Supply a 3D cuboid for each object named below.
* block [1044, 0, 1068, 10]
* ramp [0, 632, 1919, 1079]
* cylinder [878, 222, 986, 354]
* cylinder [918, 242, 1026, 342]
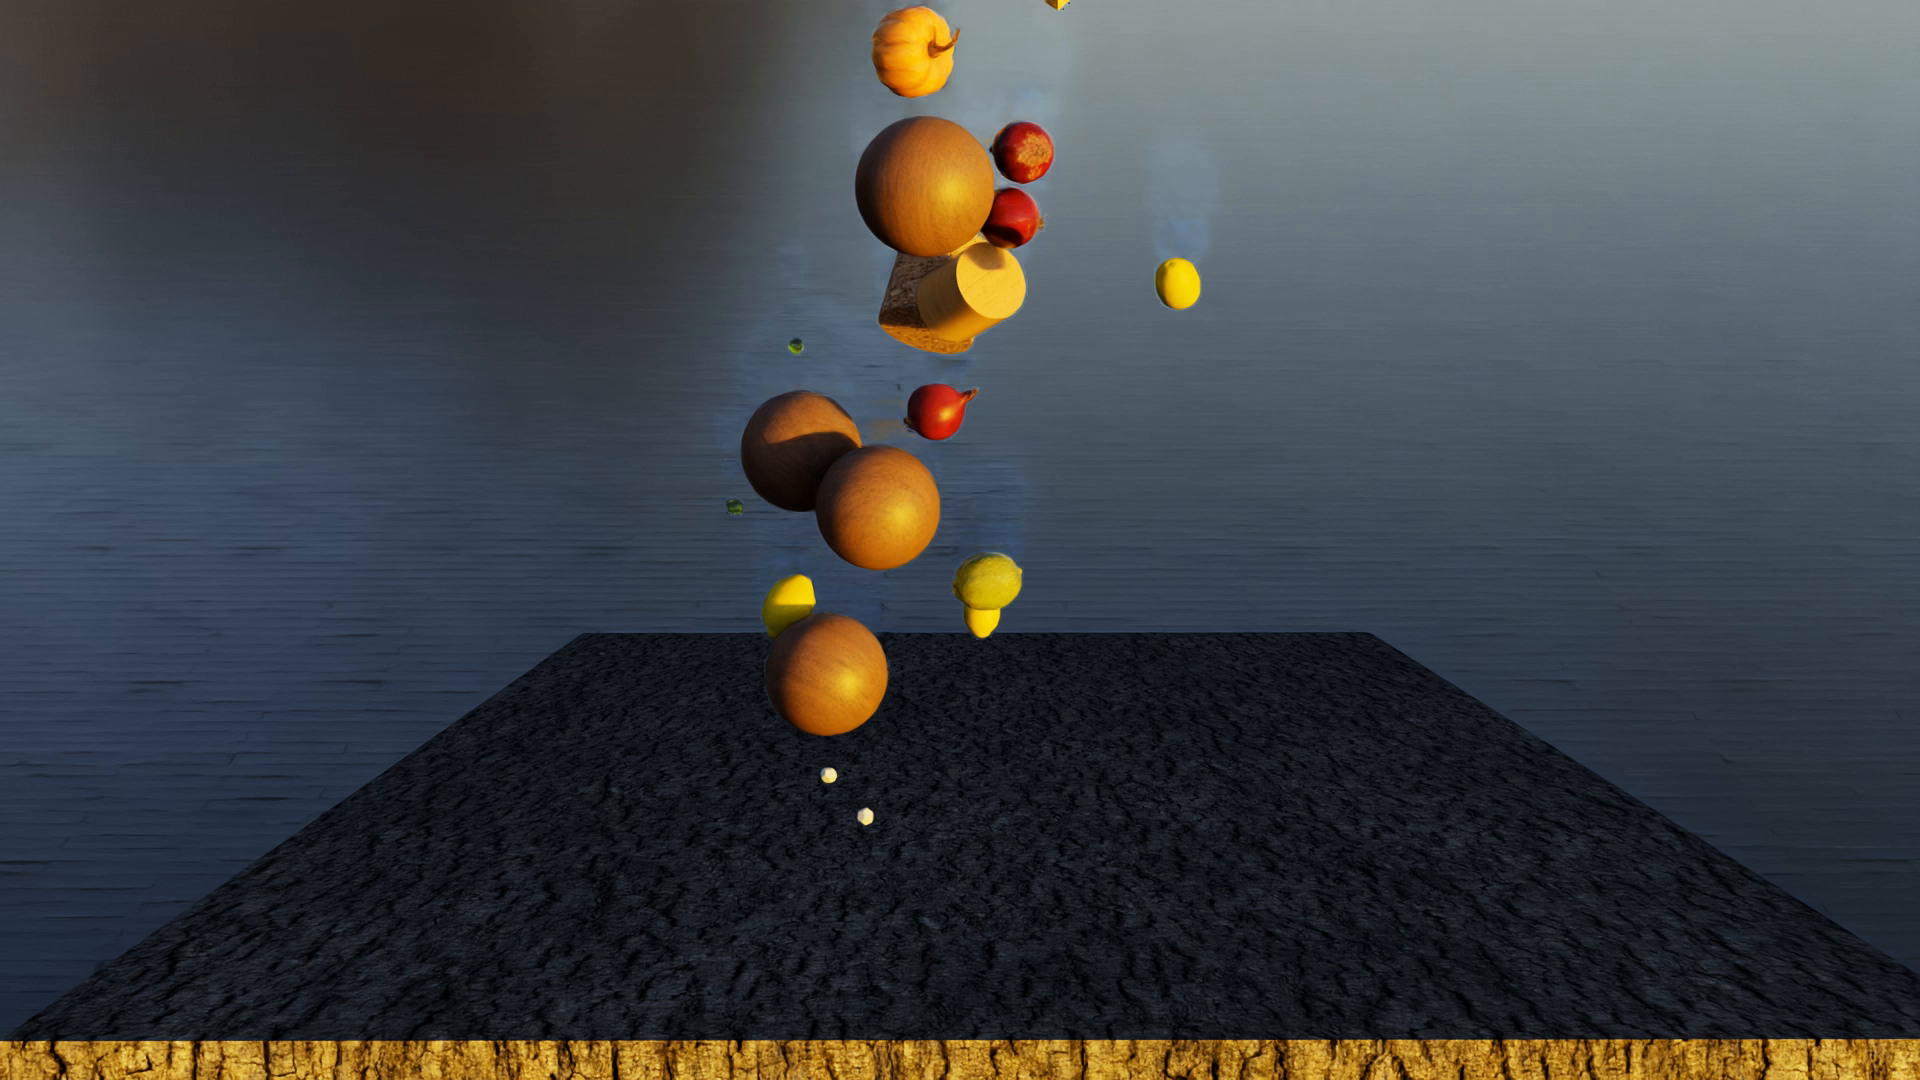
[{"bbox_3d":[0.085,-0.548,2.348,0.073,0.073,0.073,38,72,25],"label":"block"},{"bbox_3d":[0.046,0.415,4.536,2.000,0.100,4.000,0,4,0],"label":"ramp"},{"bbox_3d":[-0.022,-0.255,2.596,0.098,0.098,0.098,14,-19,5],"label":"cylinder"},{"bbox_3d":[0.011,-0.241,2.496,0.077,0.077,0.077,-13,-6,-33],"label":"cylinder"}]
